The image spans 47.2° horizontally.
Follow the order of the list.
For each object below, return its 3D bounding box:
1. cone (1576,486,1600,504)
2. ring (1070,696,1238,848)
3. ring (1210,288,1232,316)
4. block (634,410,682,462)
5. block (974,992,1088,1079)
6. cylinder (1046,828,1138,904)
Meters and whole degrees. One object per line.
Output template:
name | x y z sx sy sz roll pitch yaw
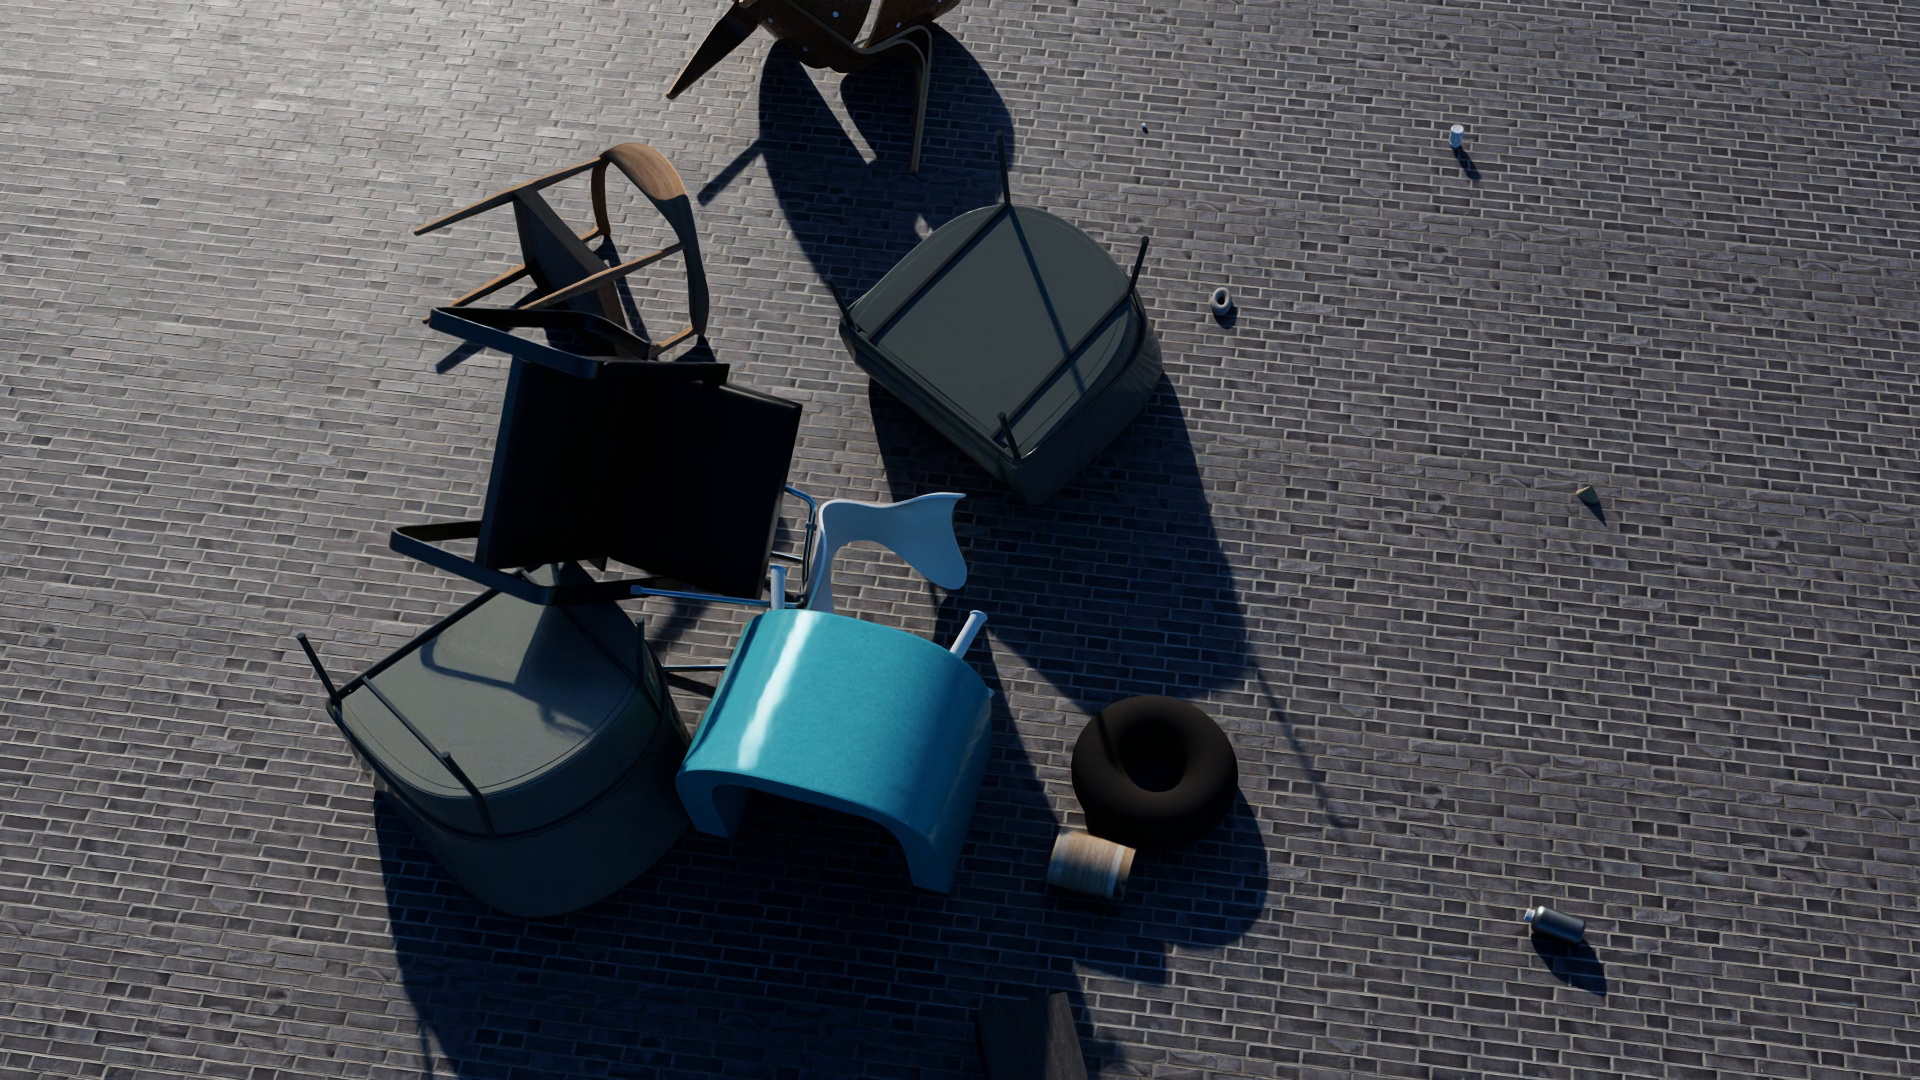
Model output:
cone | 1.901 -0.148 6.637 0.074 0.060 0.042 23 59 15
ring | 0.535 0.637 6.052 0.459 0.159 0.463 -24 59 -17
ring | 0.839 -0.766 7.069 0.067 0.032 0.111 10 58 5
block | -0.926 -0.318 6.739 0.096 0.079 0.112 18 58 12
block | 0.185 1.340 5.573 0.238 0.169 0.301 -10 57 -7
cylinder | 0.354 0.874 5.909 0.211 0.129 0.168 14 43 9
